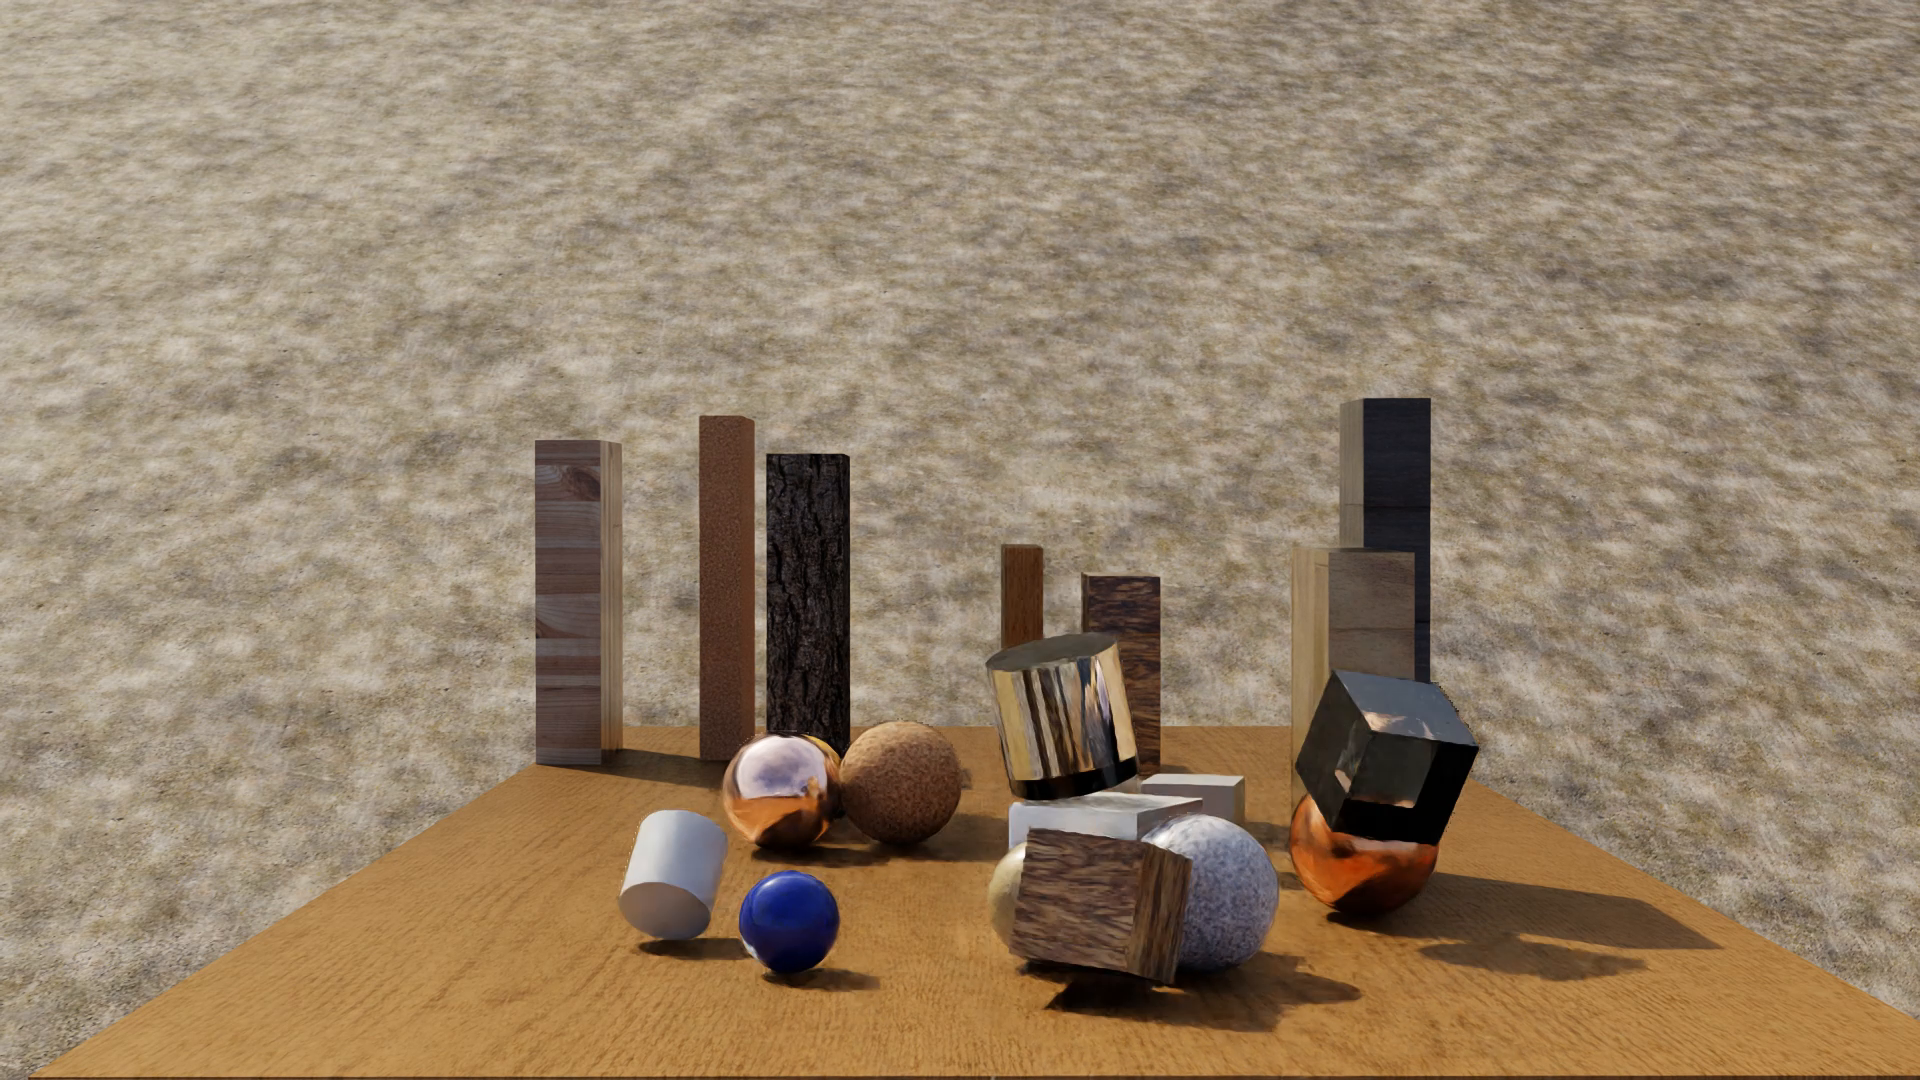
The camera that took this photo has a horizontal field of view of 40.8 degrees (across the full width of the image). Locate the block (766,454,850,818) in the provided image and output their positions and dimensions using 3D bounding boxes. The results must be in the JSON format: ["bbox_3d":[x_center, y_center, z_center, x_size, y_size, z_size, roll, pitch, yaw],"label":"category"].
[{"bbox_3d":[-0.282,0.172,4.850,0.139,0.663,0.320,0,1,0],"label":"block"}]

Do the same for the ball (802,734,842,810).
[{"bbox_3d":[-0.281,0.424,4.503,0.170,0.170,0.170,0,27,0],"label":"ball"}]

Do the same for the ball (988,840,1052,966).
[{"bbox_3d":[0.114,0.448,3.211,0.160,0.160,0.160,0,27,0],"label":"ball"}]

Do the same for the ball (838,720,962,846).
[{"bbox_3d":[-0.101,0.408,4.331,0.208,0.208,0.208,0,27,0],"label":"ball"}]

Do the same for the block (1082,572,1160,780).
[{"bbox_3d":[0.291,0.284,4.697,0.125,0.443,0.276,0,1,0],"label":"block"}]

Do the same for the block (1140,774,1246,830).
[{"bbox_3d":[0.364,0.444,4.021,0.143,0.143,0.143,0,1,14],"label":"block"}]

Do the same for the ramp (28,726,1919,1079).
[{"bbox_3d":[0.062,0.557,4.595,2.000,0.100,4.000,0,1,0],"label":"ramp"}]

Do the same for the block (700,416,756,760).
[{"bbox_3d":[-0.532,0.104,5.929,0.093,0.766,0.387,0,1,0],"label":"block"}]

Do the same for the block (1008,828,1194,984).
[{"bbox_3d":[0.166,0.428,3.017,0.148,0.148,0.148,4,-12,28],"label":"block"}]

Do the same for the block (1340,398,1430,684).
[{"bbox_3d":[0.954,0.087,5.817,0.146,0.800,0.354,0,1,0],"label":"block"}]

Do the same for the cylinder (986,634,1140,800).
[{"bbox_3d":[0.134,0.228,3.357,0.172,0.172,0.172,-11,10,2],"label":"cylinder"}]

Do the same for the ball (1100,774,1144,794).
[{"bbox_3d":[0.251,0.441,4.173,0.145,0.145,0.145,0,27,0],"label":"ball"}]

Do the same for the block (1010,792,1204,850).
[{"bbox_3d":[0.192,0.433,3.366,0.186,0.186,0.186,1,1,32],"label":"block"}]

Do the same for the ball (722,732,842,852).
[{"bbox_3d":[-0.294,0.414,4.261,0.197,0.197,0.197,0,27,0],"label":"ball"}]

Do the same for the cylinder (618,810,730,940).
[{"bbox_3d":[-0.375,0.440,3.393,0.122,0.122,0.122,4,44,7],"label":"cylinder"}]

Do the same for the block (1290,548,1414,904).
[{"bbox_3d":[0.589,0.266,3.905,0.123,0.503,0.414,0,1,0],"label":"block"}]

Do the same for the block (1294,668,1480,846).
[{"bbox_3d":[0.564,0.288,3.428,0.156,0.156,0.156,10,25,-18],"label":"block"}]

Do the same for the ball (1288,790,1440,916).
[{"bbox_3d":[0.562,0.419,3.595,0.208,0.208,0.208,0,27,0],"label":"ball"}]

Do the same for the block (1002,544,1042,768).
[{"bbox_3d":[0.137,0.252,5.734,0.080,0.475,0.432,0,1,0],"label":"block"}]

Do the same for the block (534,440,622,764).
[{"bbox_3d":[-0.857,0.133,5.831,0.143,0.710,0.368,0,1,0],"label":"block"}]

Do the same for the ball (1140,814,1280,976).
[{"bbox_3d":[0.291,0.432,3.149,0.195,0.195,0.195,0,27,0],"label":"ball"}]

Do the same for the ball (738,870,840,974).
[{"bbox_3d":[-0.209,0.468,3.164,0.124,0.124,0.124,0,27,0],"label":"ball"}]
